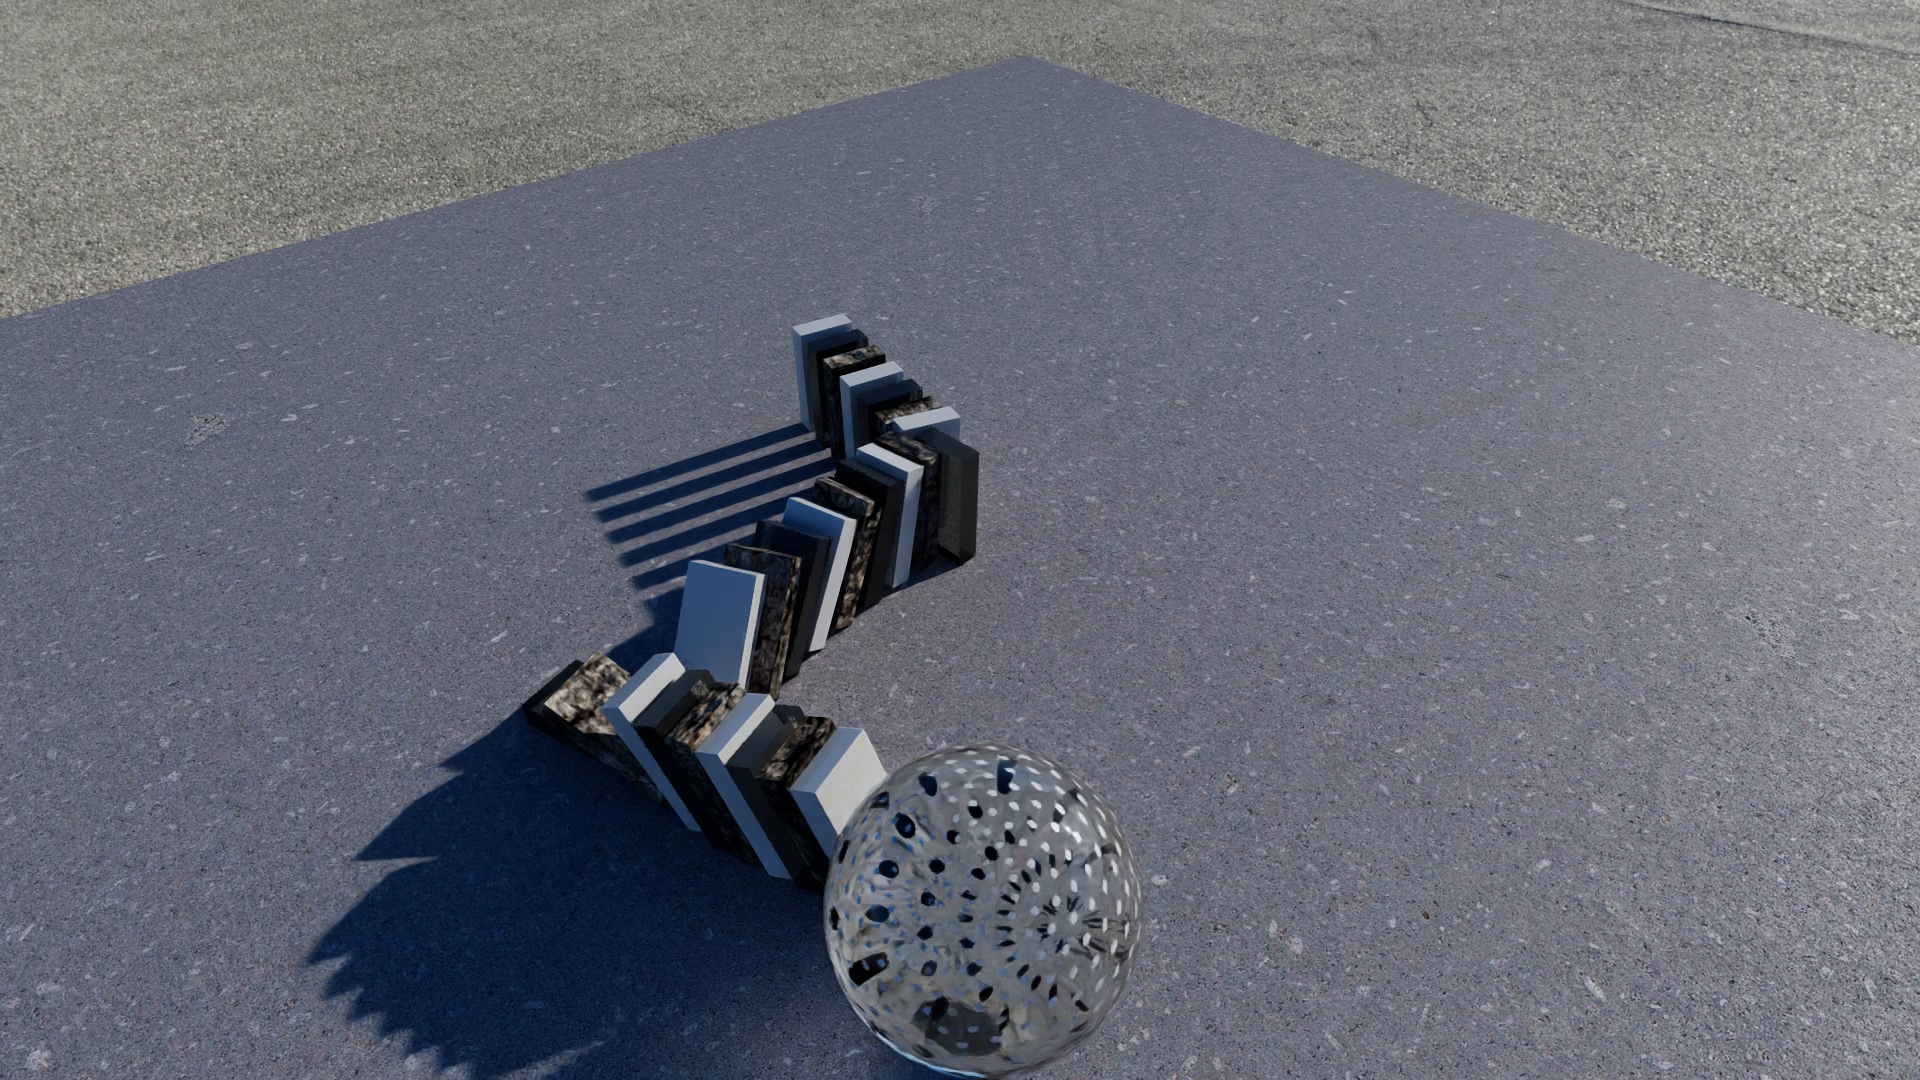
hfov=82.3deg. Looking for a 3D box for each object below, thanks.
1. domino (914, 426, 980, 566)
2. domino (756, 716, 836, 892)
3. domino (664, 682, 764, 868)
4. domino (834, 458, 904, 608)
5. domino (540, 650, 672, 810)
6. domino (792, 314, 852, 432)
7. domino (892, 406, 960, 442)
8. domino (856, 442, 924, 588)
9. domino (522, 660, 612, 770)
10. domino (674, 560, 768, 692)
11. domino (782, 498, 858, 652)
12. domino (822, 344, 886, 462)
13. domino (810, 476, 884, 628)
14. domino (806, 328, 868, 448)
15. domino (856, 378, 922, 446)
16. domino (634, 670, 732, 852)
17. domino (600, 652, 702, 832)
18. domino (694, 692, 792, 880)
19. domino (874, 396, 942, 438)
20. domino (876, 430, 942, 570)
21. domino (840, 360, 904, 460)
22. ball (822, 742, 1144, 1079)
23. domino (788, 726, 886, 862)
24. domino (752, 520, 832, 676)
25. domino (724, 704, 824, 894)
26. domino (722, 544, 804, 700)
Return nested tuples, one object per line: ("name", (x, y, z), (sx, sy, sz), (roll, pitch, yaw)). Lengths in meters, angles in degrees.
("domino", (-0.005, -0.017, 0.432), (0.025, 0.050, 0.009), (32, 47, 33))
("domino", (-0.037, 0.078, 0.316), (0.009, 0.050, 0.025), (-2, 33, 35))
("domino", (-0.065, 0.070, 0.327), (0.010, 0.050, 0.025), (-2, 33, 35))
("domino", (-0.038, -0.003, 0.415), (0.025, 0.050, 0.009), (26, 25, 28))
("domino", (-0.104, 0.060, 0.350), (0.050, 0.010, 0.025), (36, 48, 1))
("domino", (-0.062, -0.076, 0.505), (0.025, 0.050, 0.009), (-20, 44, -23))
("domino", (-0.014, -0.028, 0.444), (0.025, 0.050, 0.009), (-16, 41, -24))
("domino", (-0.030, -0.009, 0.422), (0.025, 0.050, 0.009), (26, 33, 28))
("domino", (-0.119, 0.060, 0.370), (0.050, 0.010, 0.025), (20, 44, 23))
("domino", (-0.083, 0.034, 0.374), (0.025, 0.050, 0.010), (11, 4, 13))
("domino", (-0.056, 0.012, 0.399), (0.025, 0.050, 0.010), (21, 12, 24))
("domino", (-0.045, -0.059, 0.483), (0.025, 0.050, 0.010), (-20, 44, -23))
("domino", (-0.047, 0.005, 0.407), (0.025, 0.050, 0.009), (25, 18, 27))
("domino", (-0.053, -0.068, 0.494), (0.025, 0.050, 0.009), (-20, 44, -23))
("domino", (-0.028, -0.041, 0.461), (0.025, 0.050, 0.010), (-20, 44, -23))
("domino", (-0.075, 0.066, 0.331), (0.010, 0.050, 0.025), (-4, 32, 35))
("domino", (-0.085, 0.062, 0.337), (0.010, 0.050, 0.025), (-10, 29, 38))
("domino", (-0.056, 0.072, 0.323), (0.010, 0.050, 0.025), (-2, 33, 34))
("domino", (-0.020, -0.032, 0.451), (0.025, 0.050, 0.009), (-20, 43, -23))
("domino", (-0.021, -0.015, 0.430), (0.025, 0.050, 0.009), (26, 41, 28))
("domino", (-0.037, -0.050, 0.472), (0.025, 0.050, 0.009), (-20, 44, -23))
("ball", (0.006, 0.091, 0.276), (0.080, 0.080, 0.080), (0, 39, 0))
("domino", (-0.028, 0.081, 0.313), (0.009, 0.050, 0.025), (-2, 33, 35))
("domino", (-0.064, 0.020, 0.390), (0.025, 0.050, 0.009), (17, 7, 19))
("domino", (-0.047, 0.075, 0.320), (0.010, 0.050, 0.025), (-2, 33, 35))
("domino", (-0.072, 0.028, 0.381), (0.025, 0.050, 0.009), (11, 4, 13))
